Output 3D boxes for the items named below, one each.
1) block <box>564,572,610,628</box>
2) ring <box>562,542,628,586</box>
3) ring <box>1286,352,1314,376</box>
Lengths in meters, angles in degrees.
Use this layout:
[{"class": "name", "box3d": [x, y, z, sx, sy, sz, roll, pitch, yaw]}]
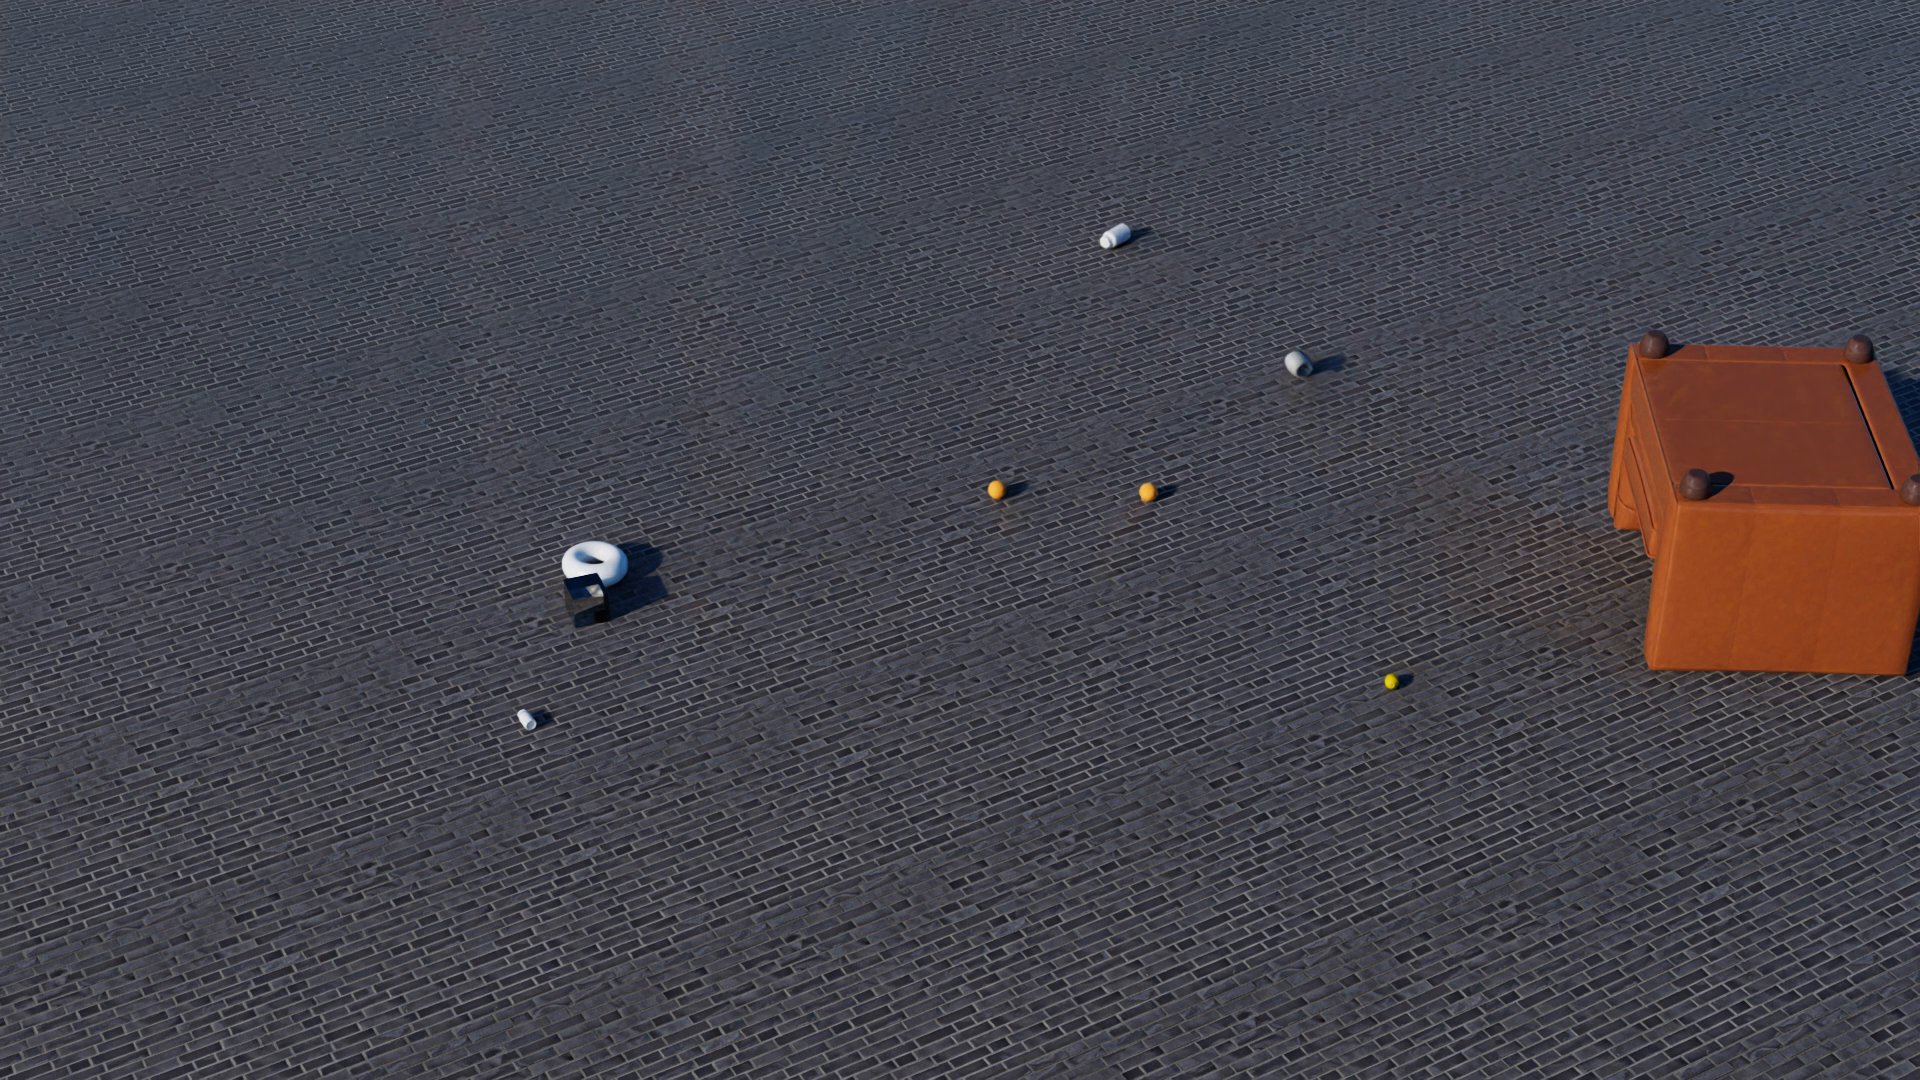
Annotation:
[{"class": "block", "box3d": [-1.338, 0.216, 10.505, 0.128, 0.122, 0.141, -12, 35, -17]}, {"class": "ring", "box3d": [-1.335, 0.089, 10.728, 0.253, 0.090, 0.231, 21, 38, 30]}, {"class": "ring", "box3d": [1.380, -0.716, 11.922, 0.150, 0.094, 0.078, 21, 28, -55]}]
